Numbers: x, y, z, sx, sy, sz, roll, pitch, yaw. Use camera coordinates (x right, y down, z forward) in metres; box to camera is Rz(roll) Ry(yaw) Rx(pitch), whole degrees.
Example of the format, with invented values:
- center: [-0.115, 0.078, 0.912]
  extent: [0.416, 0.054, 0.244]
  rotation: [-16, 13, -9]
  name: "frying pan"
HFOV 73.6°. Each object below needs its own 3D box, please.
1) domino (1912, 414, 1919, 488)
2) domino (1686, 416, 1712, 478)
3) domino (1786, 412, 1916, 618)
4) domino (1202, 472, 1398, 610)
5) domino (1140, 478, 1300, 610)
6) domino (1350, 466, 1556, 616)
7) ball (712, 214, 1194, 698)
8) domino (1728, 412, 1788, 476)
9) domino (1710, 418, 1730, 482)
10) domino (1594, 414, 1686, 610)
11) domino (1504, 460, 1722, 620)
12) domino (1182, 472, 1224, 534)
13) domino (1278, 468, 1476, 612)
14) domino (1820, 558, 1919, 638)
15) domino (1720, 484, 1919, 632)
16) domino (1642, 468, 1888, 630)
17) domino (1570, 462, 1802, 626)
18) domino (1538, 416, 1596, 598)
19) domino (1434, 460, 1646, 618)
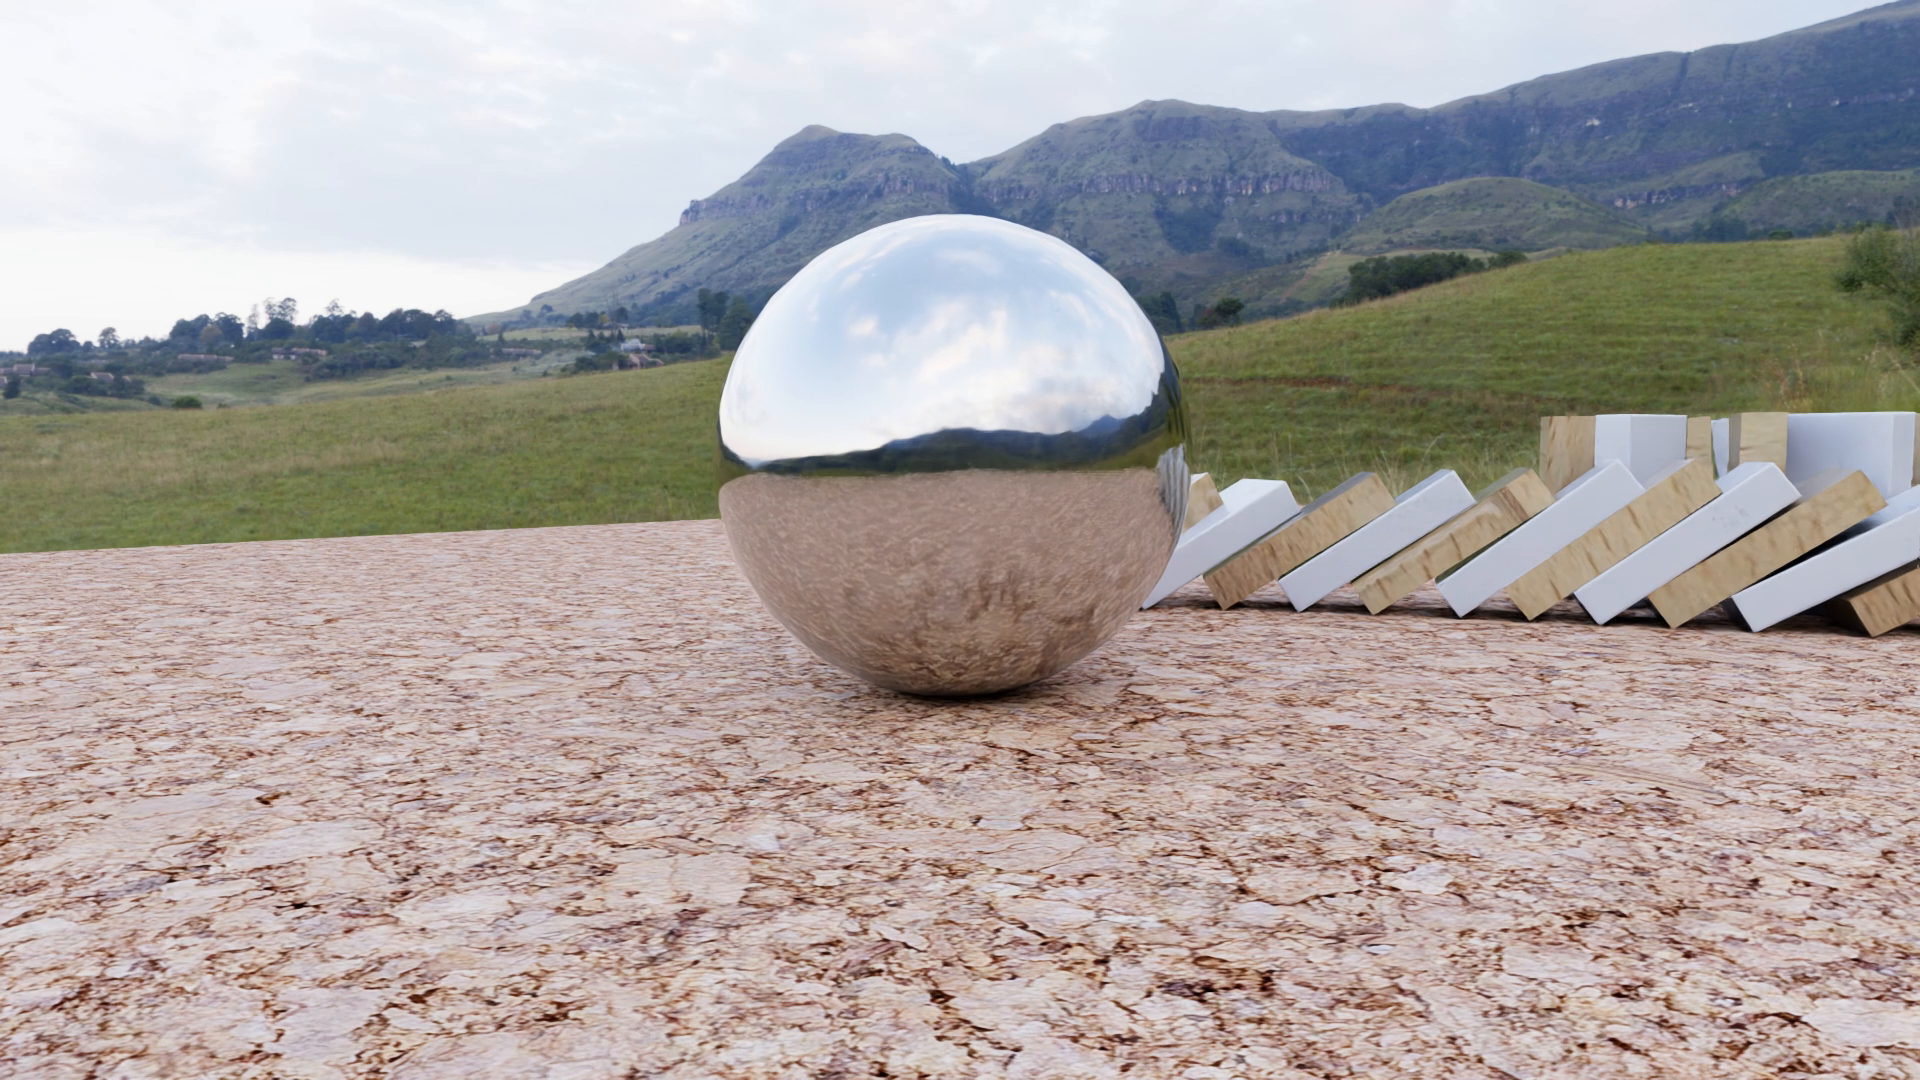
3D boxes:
- center: [0.237, -0.007, 0.330]
  extent: [0.009, 0.050, 0.025]
  rotation: [-4, 6, -40]
  name: "domino"
- center: [0.224, -0.013, 0.397]
  extent: [0.009, 0.050, 0.025]
  rotation: [-3, 3, 16]
  name: "domino"
- center: [0.217, -0.006, 0.316]
  extent: [0.009, 0.050, 0.025]
  rotation: [-2, 5, -27]
  name: "domino"
- center: [0.087, 0.000, 0.335]
  extent: [0.050, 0.010, 0.025]
  rotation: [-33, -2, 10]
  name: "domino"
- center: [0.063, 0.000, 0.343]
  extent: [0.050, 0.009, 0.025]
  rotation: [-31, 11, -10]
  name: "domino"
- center: [0.123, 0.000, 0.323]
  extent: [0.050, 0.010, 0.025]
  rotation: [-36, -6, 16]
  name: "domino"
- center: [-0.001, -0.014, 0.216]
  extent: [0.080, 0.080, 0.080]
  rotation: [0, 4, 0]
  name: "ball"
- center: [0.198, -0.006, 0.320]
  extent: [0.009, 0.050, 0.025]
  rotation: [2, 5, 25]
  name: "domino"
- center: [0.238, -0.012, 0.392]
  extent: [0.010, 0.050, 0.025]
  rotation: [-9, 0, 27]
  name: "domino"
- center: [0.179, -0.008, 0.338]
  extent: [0.025, 0.050, 0.009]
  rotation: [-3, 5, -31]
  name: "domino"
- center: [0.155, 0.000, 0.310]
  extent: [0.050, 0.010, 0.025]
  rotation: [-39, -10, 18]
  name: "domino"
- center: [0.044, -0.001, 0.345]
  extent: [0.050, 0.009, 0.025]
  rotation: [-34, 12, -25]
  name: "domino"
- center: [0.106, 0.000, 0.329]
  extent: [0.050, 0.010, 0.025]
  rotation: [-34, -5, 14]
  name: "domino"
- center: [0.222, 0.003, 0.286]
  extent: [0.050, 0.010, 0.025]
  rotation: [-31, -2, 17]
  name: "domino"
- center: [0.201, 0.004, 0.292]
  extent: [0.050, 0.009, 0.025]
  rotation: [-31, -7, 19]
  name: "domino"
- center: [0.184, 0.002, 0.299]
  extent: [0.050, 0.010, 0.025]
  rotation: [-36, -8, 19]
  name: "domino"
- center: [0.169, 0.001, 0.304]
  extent: [0.050, 0.010, 0.025]
  rotation: [-39, -9, 18]
  name: "domino"
- center: [0.174, -0.009, 0.355]
  extent: [0.025, 0.050, 0.010]
  rotation: [1, 4, 12]
  name: "domino"
- center: [0.141, -0.001, 0.316]
  extent: [0.050, 0.010, 0.025]
  rotation: [-39, -10, 18]
  name: "domino"
